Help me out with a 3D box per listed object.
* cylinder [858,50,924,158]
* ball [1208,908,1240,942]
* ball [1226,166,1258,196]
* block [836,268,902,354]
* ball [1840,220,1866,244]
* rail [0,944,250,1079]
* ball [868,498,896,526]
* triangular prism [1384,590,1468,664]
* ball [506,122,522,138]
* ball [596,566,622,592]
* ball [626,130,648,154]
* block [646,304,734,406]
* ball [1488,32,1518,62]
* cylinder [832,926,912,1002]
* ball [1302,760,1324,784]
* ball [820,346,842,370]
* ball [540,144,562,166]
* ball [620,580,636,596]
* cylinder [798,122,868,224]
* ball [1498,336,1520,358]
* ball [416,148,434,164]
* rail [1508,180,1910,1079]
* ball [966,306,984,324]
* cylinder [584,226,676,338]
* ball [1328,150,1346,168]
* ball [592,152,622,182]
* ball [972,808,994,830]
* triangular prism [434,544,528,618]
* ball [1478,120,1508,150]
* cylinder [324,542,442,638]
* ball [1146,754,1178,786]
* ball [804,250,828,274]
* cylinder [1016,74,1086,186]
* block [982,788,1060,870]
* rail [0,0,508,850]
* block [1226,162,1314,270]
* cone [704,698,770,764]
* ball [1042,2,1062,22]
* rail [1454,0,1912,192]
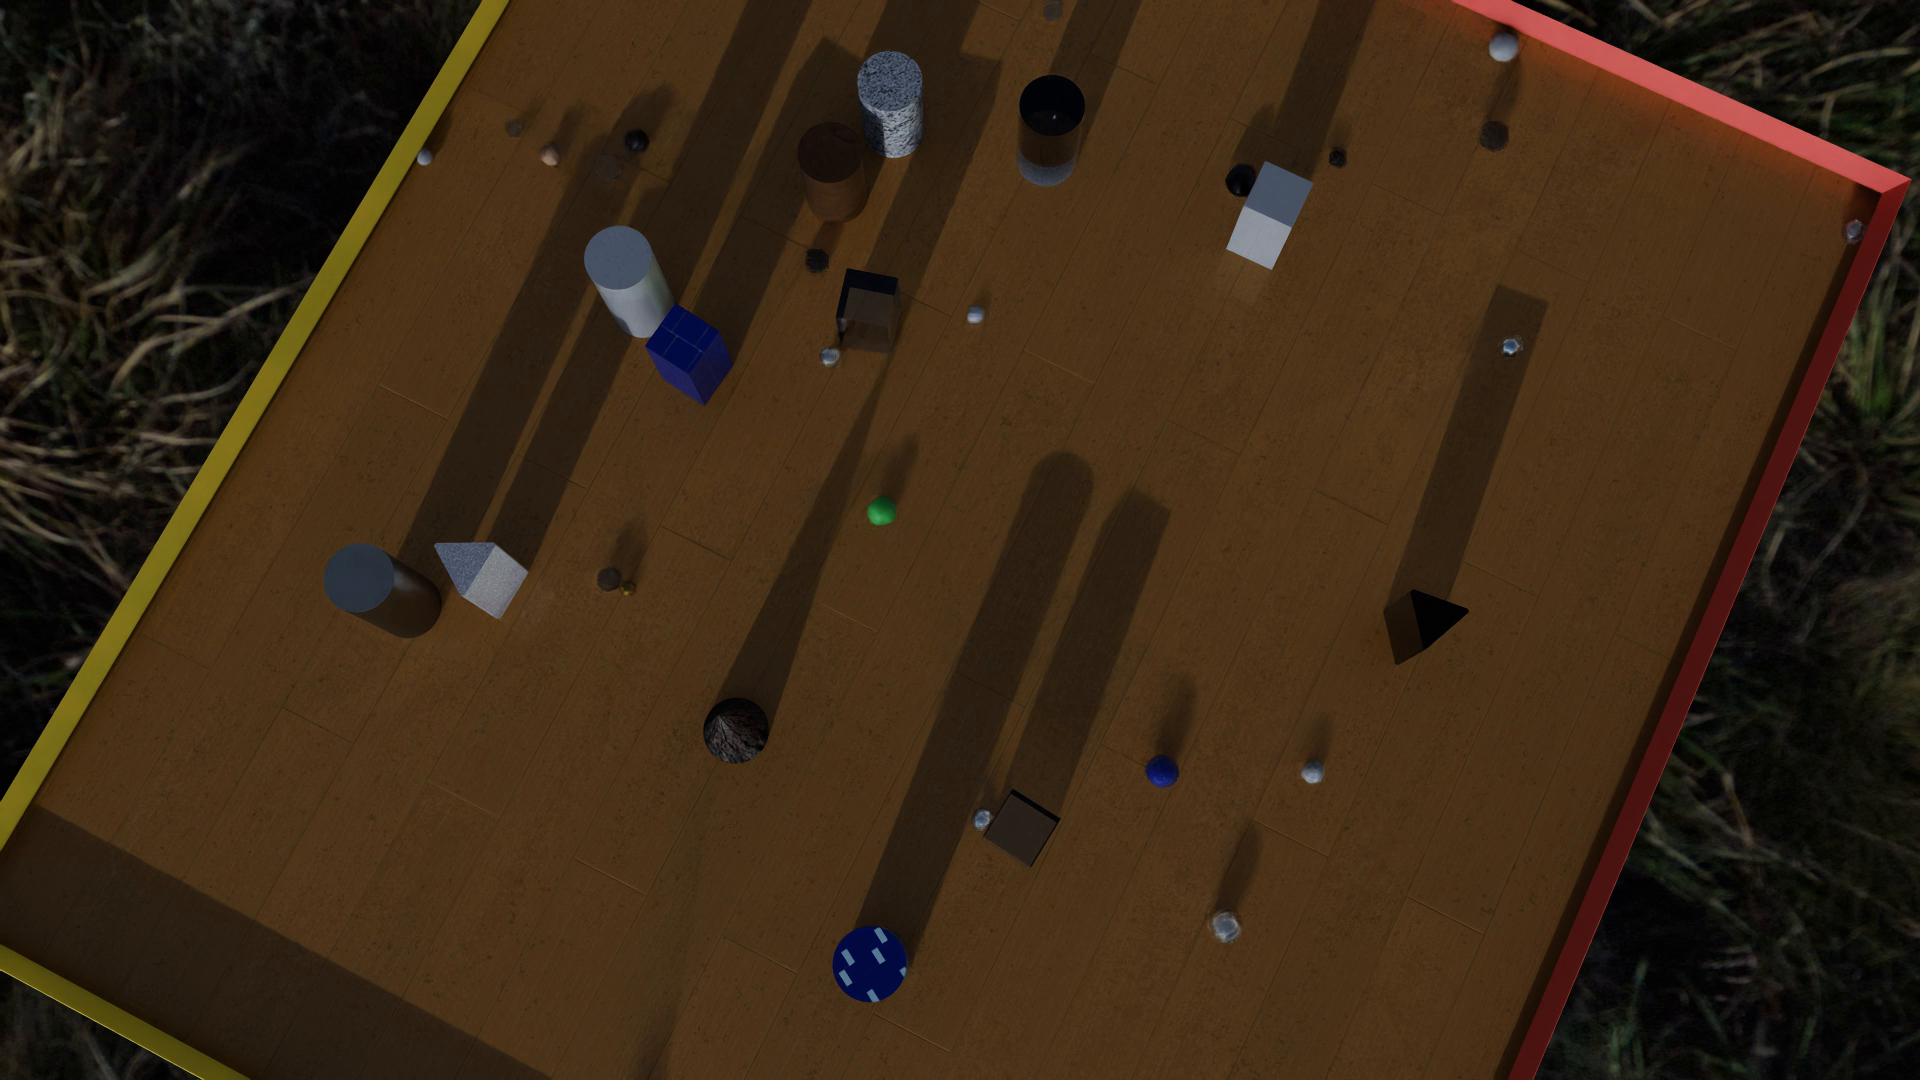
[{"bbox_3d":[-0.212,-1.356,5.721,0.198,0.344,0.198,0,78,0],"label":"cylinder"},{"bbox_3d":[0.770,1.121,5.336,0.095,0.095,0.095,0,78,0],"label":"ball"},{"bbox_3d":[0.892,-1.136,5.801,0.099,0.099,0.099,0,78,0],"label":"ball"},{"bbox_3d":[-0.278,-0.698,5.619,0.158,0.278,0.158,11,79,2],"label":"block"},{"bbox_3d":[2.819,-0.973,5.781,0.073,0.073,0.073,0,78,0],"label":"ball"},{"bbox_3d":[-1.041,2.046,5.126,4.290,0.128,0.045,26,80,5],"label":"rail"},{"bbox_3d":[-0.240,-0.087,5.590,0.088,0.088,0.088,0,78,0],"label":"ball"},{"bbox_3d":[1.338,0.233,5.393,0.171,0.342,0.148,-39,81,-7],"label":"triangular prism"},{"bbox_3d":[-1.426,-1.313,5.863,0.051,0.051,0.051,0,78,0],"label":"ball"},{"bbox_3d":[-1.064,0.118,5.554,0.075,0.075,0.075,0,78,0],"label":"ball"},{"bbox_3d":[-1.029,-1.269,5.842,0.073,0.073,0.073,0,78,0],"label":"ball"},{"bbox_3d":[-0.818,-0.558,5.559,0.158,0.339,0.158,33,80,6],"label":"block"},{"bbox_3d":[1.748,-1.586,5.897,0.093,0.093,0.093,0,78,0],"label":"ball"},{"bbox_3d":[-0.242,1.182,5.131,0.198,0.473,0.198,0,78,0],"label":"cylinder"},{"bbox_3d":[1.047,0.689,5.440,0.067,0.067,0.067,0,78,0],"label":"ball"},{"bbox_3d":[-0.400,-0.567,5.698,0.071,0.071,0.071,0,78,0],"label":"ball"},{"bbox_3d":[-1.301,-1.225,5.835,0.070,0.070,0.070,0,78,0],"label":"ball"},{"bbox_3d":[-1.008,0.146,5.562,0.048,0.048,0.048,0,78,0],"label":"ball"},{"bbox_3d":[-0.392,-1.135,5.684,0.198,0.327,0.198,0,78,0],"label":"cylinder"},{"bbox_3d":[1.713,-0.601,5.708,0.065,0.065,0.065,0,78,0],"label":"ball"},{"bbox_3d":[-1.707,-1.223,5.843,0.053,0.053,0.053,0,78,0],"label":"ball"},{"bbox_3d":[1.898,0.936,5.356,0.045,0.128,4.704,26,80,5],"label":"rail"},{"bbox_3d":[0.047,-0.704,5.735,0.053,0.053,0.053,0,78,0],"label":"ball"},{"bbox_3d":[-0.995,-0.776,5.550,0.198,0.446,0.198,0,78,0],"label":"cylinder"},{"bbox_3d":[1.202,-1.215,5.840,0.054,0.054,0.054,0,78,0],"label":"ball"},{"bbox_3d":[-1.121,-1.184,5.815,0.092,0.092,0.092,0,78,0],"label":"ball"},{"bbox_3d":[0.067,0.824,5.413,0.064,0.064,0.064,0,78,0],"label":"ball"},{"bbox_3d":[-1.382,0.089,5.389,0.148,0.410,0.171,-30,80,-6],"label":"triangular prism"},{"bbox_3d":[1.697,-1.288,5.835,0.094,0.094,0.094,0,78,0],"label":"ball"},{"bbox_3d":[-1.676,0.153,5.342,0.198,0.476,0.198,0,78,0],"label":"cylinder"},{"bbox_3d":[0.597,0.683,5.428,0.093,0.093,0.093,0,78,0],"label":"ball"},{"bbox_3d":[-0.453,-0.874,5.761,0.071,0.071,0.071,0,78,0],"label":"ball"},{"bbox_3d":[0.277,-1.264,5.683,0.198,0.383,0.198,0,78,0],"label":"cylinder"},{"bbox_3d":[0.173,0.837,5.283,0.158,0.315,0.158,32,80,6],"label":"block"},{"bbox_3d":[-1.898,-0.922,5.741,0.045,0.128,4.704,26,80,5],"label":"rail"},{"bbox_3d":[0.950,-0.994,5.639,0.158,0.360,0.158,26,79,5],"label":"block"},{"bbox_3d":[-0.671,0.529,5.291,0.198,0.423,0.198,0,78,0],"label":"cone"},{"bbox_3d":[0.299,-1.713,5.939,0.062,0.062,0.062,0,78,0],"label":"ball"},{"bbox_3d":[1.041,-2.032,5.971,4.290,0.128,0.045,26,80,5],"label":"rail"}]
